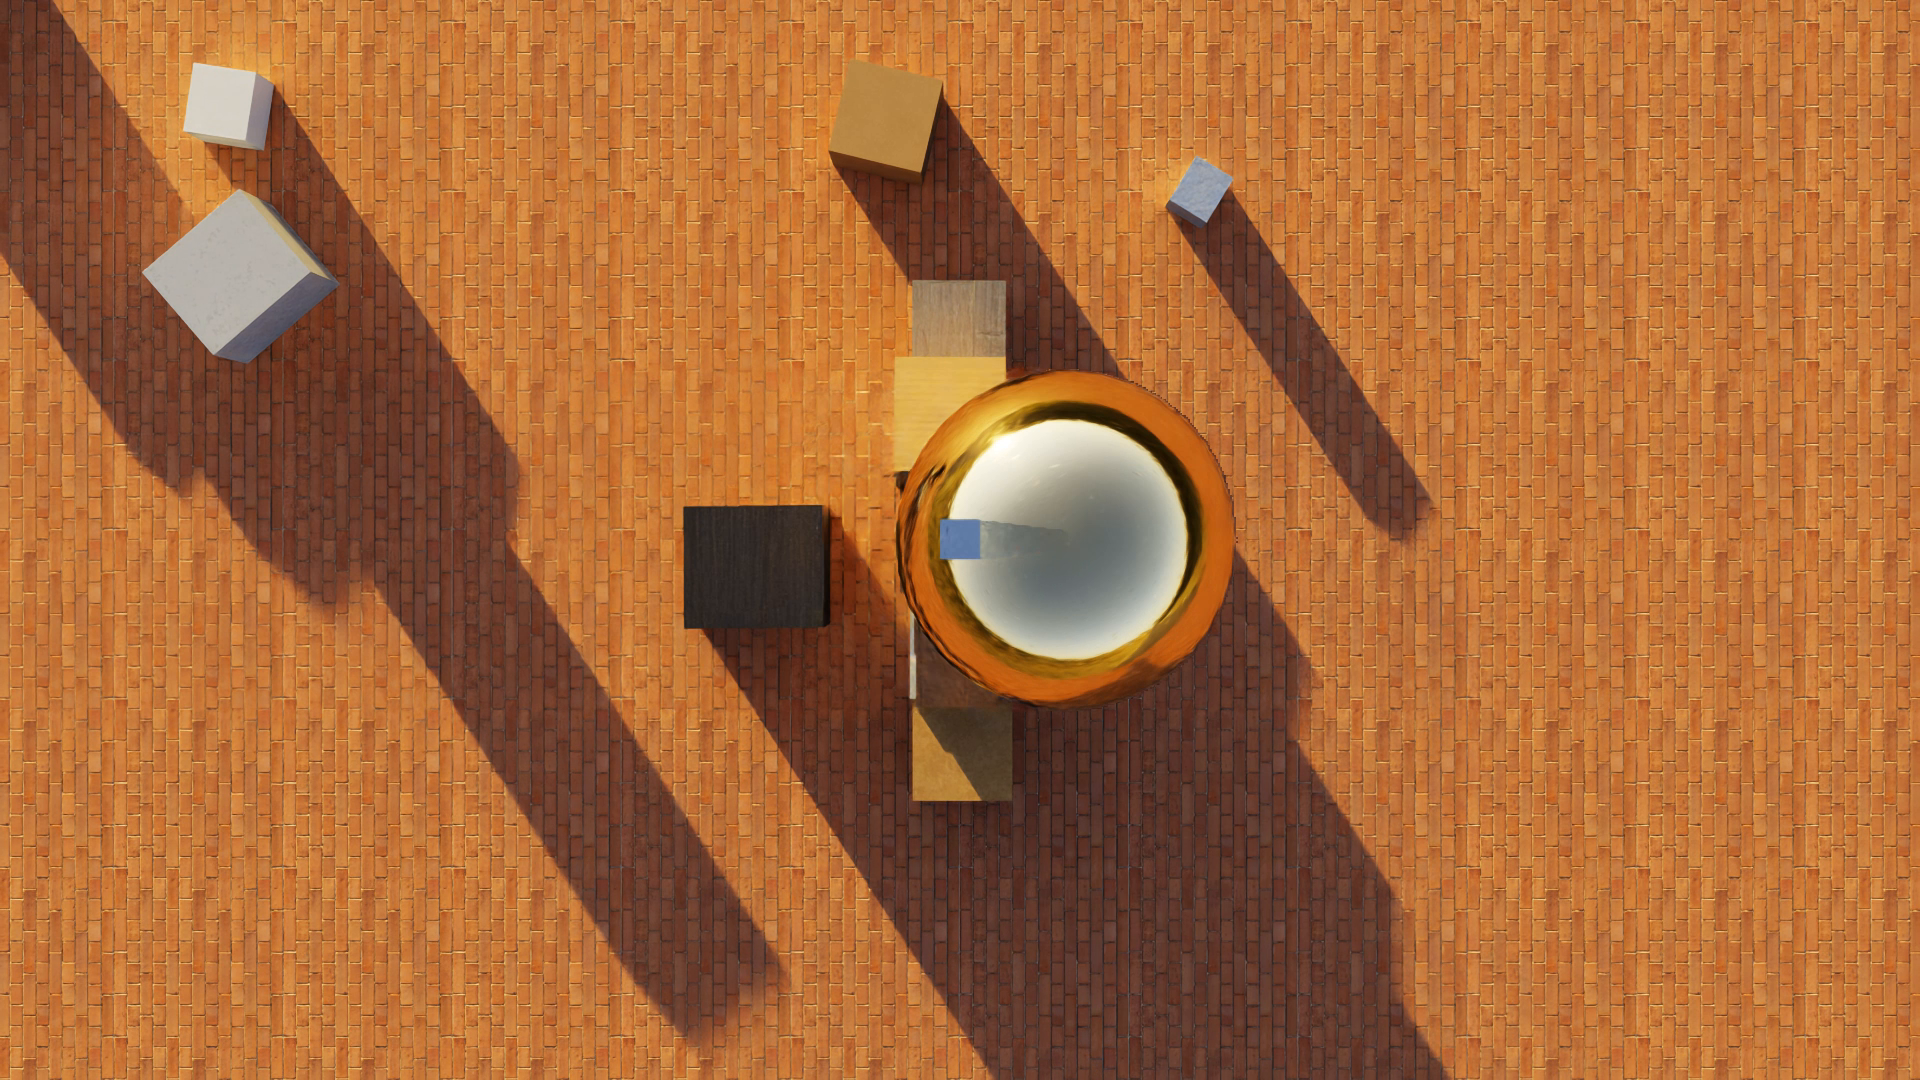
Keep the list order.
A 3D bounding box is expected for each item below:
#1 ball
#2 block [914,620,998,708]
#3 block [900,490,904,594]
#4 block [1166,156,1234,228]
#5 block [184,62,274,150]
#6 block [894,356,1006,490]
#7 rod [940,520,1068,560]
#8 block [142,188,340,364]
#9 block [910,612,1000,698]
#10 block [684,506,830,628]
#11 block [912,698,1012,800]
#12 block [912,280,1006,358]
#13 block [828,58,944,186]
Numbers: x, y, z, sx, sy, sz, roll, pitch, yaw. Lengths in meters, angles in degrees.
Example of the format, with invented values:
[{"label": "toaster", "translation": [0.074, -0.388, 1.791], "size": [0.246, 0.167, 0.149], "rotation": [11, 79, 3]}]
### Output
[{"label": "ball", "translation": [0.492, 0.000, 10.368], "size": [1.600, 1.600, 1.600], "rotation": [0, 90, 0]}, {"label": "block", "translation": [-0.019, 0.670, 12.154], "size": [0.448, 0.420, 0.479], "rotation": [-1, 90, 0]}, {"label": "block", "translation": [-0.004, -0.041, 12.703], "size": [0.675, 0.594, 0.684], "rotation": [0, 90, 0]}, {"label": "block", "translation": [1.398, -2.032, 12.862], "size": [0.254, 0.275, 0.302], "rotation": [31, 90, 0]}, {"label": "block", "translation": [-4.264, -2.525, 12.832], "size": [0.363, 0.335, 0.398], "rotation": [9, 90, 0]}, {"label": "block", "translation": [-0.053, -0.633, 12.101], "size": [0.596, 0.668, 0.621], "rotation": [0, 83, 0]}, {"label": "rod", "translation": [0.213, 0.000, 6.979], "size": [0.080, 5.200, 0.080], "rotation": [0, 90, 5]}, {"label": "block", "translation": [-4.138, -1.511, 12.701], "size": [0.723, 0.599, 0.618], "rotation": [-41, 90, 0]}, {"label": "block", "translation": [0.002, 0.597, 12.682], "size": [0.574, 0.637, 0.584], "rotation": [0, 90, 0]}, {"label": "block", "translation": [-1.158, 0.151, 12.661], "size": [0.784, 0.677, 0.686], "rotation": [0, 90, 0]}, {"label": "block", "translation": [0.015, 1.186, 12.705], "size": [0.564, 0.590, 0.572], "rotation": [0, 90, 0]}, {"label": "block", "translation": [-0.006, -1.176, 12.735], "size": [0.530, 0.529, 0.593], "rotation": [0, 90, 0]}, {"label": "block", "translation": [-0.422, -2.415, 12.752], "size": [0.542, 0.495, 0.539], "rotation": [14, 90, 0]}]
